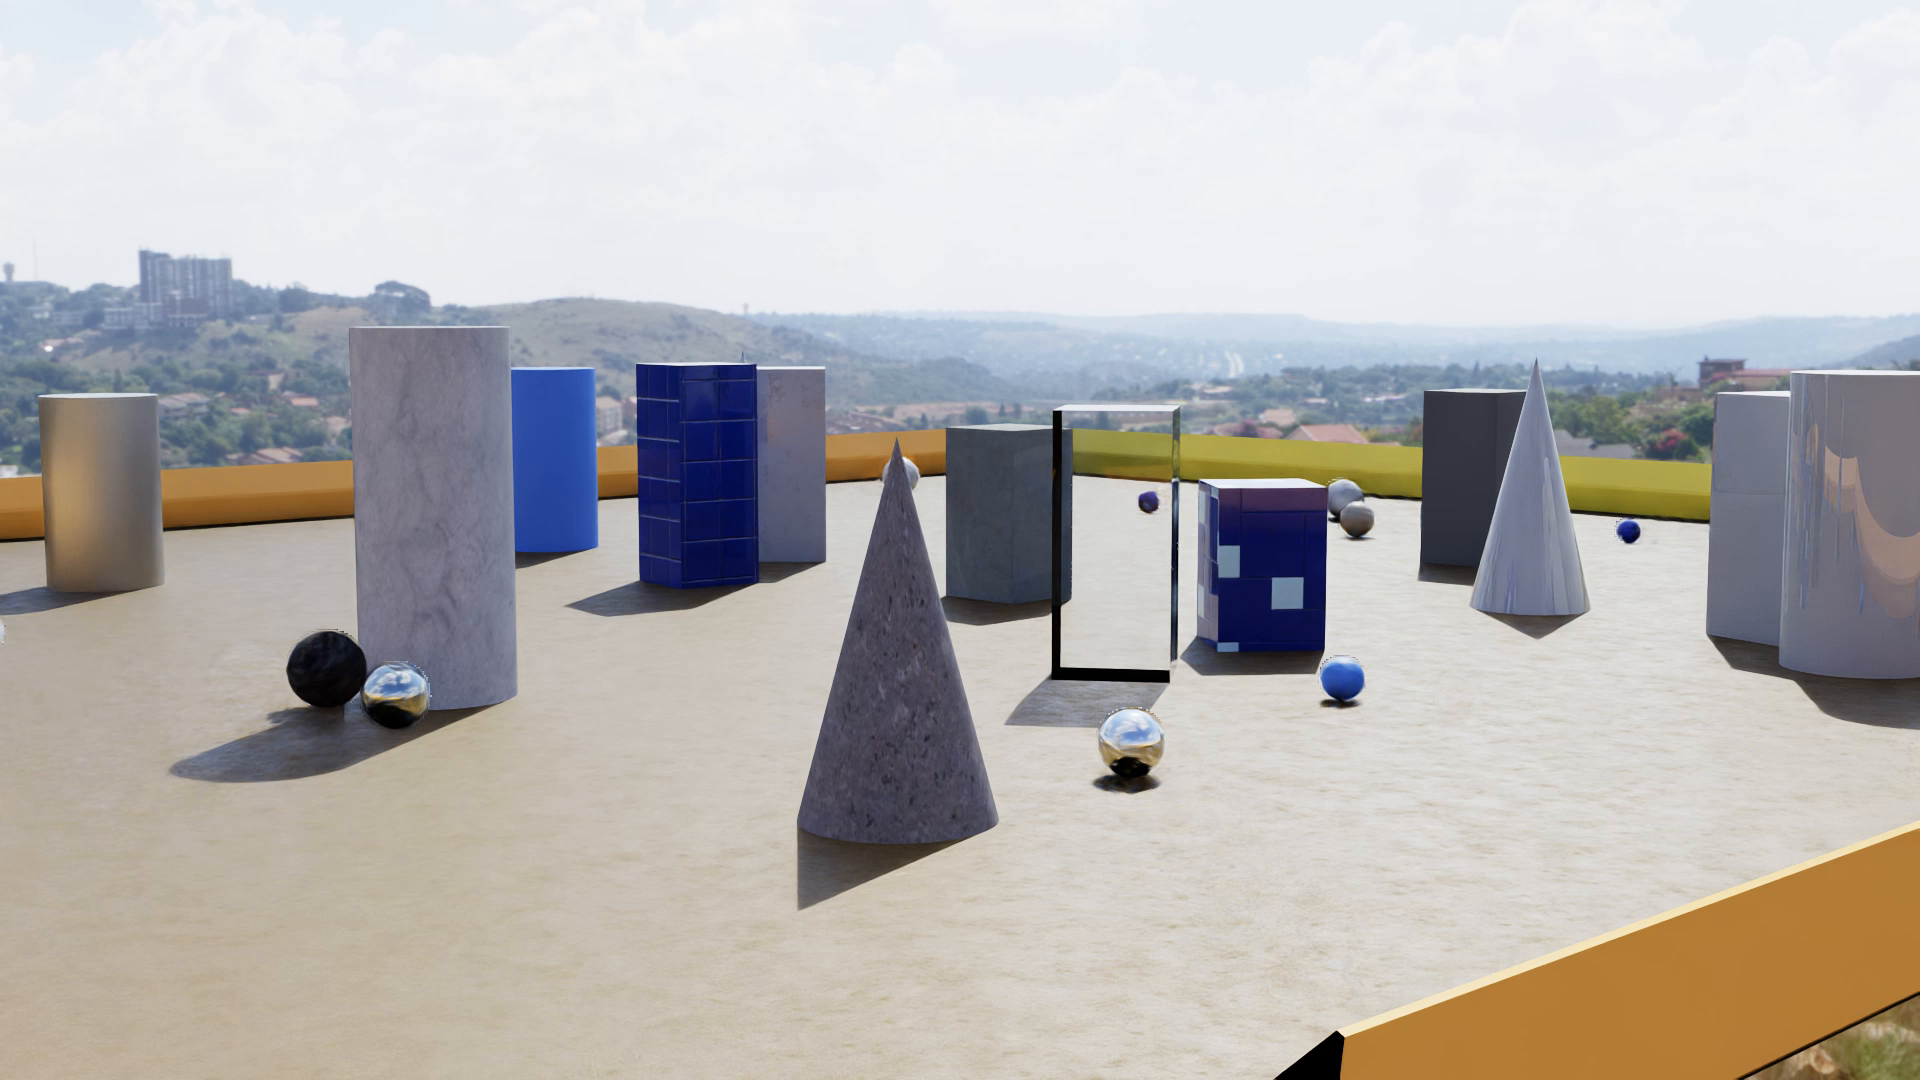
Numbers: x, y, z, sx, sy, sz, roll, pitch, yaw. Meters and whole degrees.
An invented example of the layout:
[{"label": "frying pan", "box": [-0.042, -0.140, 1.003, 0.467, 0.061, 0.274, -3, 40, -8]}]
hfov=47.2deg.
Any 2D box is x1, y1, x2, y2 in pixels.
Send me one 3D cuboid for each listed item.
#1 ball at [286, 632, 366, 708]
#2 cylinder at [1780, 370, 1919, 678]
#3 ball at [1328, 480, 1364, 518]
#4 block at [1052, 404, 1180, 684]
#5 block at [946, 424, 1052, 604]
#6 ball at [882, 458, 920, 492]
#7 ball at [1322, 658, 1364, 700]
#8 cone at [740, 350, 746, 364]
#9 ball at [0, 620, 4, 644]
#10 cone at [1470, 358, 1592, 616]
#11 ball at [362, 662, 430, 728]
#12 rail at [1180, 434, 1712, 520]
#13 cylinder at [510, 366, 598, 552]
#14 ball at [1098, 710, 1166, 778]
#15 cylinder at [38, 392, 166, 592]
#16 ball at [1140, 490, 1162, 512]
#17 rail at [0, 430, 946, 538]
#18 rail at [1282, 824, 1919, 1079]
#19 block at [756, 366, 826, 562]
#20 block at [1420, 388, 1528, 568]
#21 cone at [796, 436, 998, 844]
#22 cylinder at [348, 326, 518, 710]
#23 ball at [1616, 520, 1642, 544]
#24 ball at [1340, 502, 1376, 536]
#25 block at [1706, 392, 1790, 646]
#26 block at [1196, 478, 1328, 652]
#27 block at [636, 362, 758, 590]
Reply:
[{"label": "ball", "box": [-0.697, 0.143, 2.421, 0.084, 0.084, 0.084, 0, 6, 0]}, {"label": "cylinder", "box": [1.099, -0.024, 2.682, 0.175, 0.361, 0.175, 0, 6, 0]}, {"label": "ball", "box": [0.795, -0.084, 4.555, 0.081, 0.081, 0.081, 0, 6, 0]}, {"label": "block", "box": [0.189, 0.001, 2.648, 0.140, 0.320, 0.140, 1, 6, 9]}, {"label": "block", "box": [0.077, -0.043, 3.350, 0.140, 0.257, 0.140, 6, 9, 44]}, {"label": "ball", "box": [-0.137, -0.147, 5.104, 0.088, 0.088, 0.088, 0, 6, 0]}, {"label": "ball", "box": [0.430, 0.156, 2.472, 0.048, 0.048, 0.048, 0, 6, 0]}, {"label": "cone", "box": [-0.425, -0.196, 4.318, 0.175, 0.354, 0.175, 0, 6, 0]}, {"label": "ball", "box": [-1.233, 0.115, 2.748, 0.070, 0.070, 0.070, 0, 6, 0]}, {"label": "cone", "box": [0.838, -0.085, 3.214, 0.175, 0.368, 0.175, 0, 6, 0]}, {"label": "ball", "box": [-0.592, 0.164, 2.307, 0.069, 0.069, 0.069, 0, 6, 0]}, {"label": "rail", "box": [1.413, -0.110, 4.629, 0.045, 0.114, 3.677, -6, 8, -42]}, {"label": "cylinder", "box": [-0.751, -0.150, 4.012, 0.175, 0.326, 0.175, 0, 6, 0]}, {"label": "ball", "box": [0.161, 0.191, 2.071, 0.064, 0.064, 0.064, 0, 6, 0]}, {"label": "cylinder", "box": [-1.353, -0.078, 3.469, 0.175, 0.300, 0.175, 0, 6, 0]}, {"label": "ball", "box": [0.408, -0.085, 4.719, 0.047, 0.047, 0.047, 0, 6, 0]}, {"label": "rail", "box": [-1.231, -0.113, 4.659, 3.892, 0.114, 0.045, -6, 8, -42]}, {"label": "rail", "box": [1.231, 0.173, 2.007, 3.892, 0.114, 0.045, -6, 8, -42]}, {"label": "block", "box": [-0.305, -0.135, 3.846, 0.140, 0.332, 0.140, 0, 6, -3]}, {"label": "block", "box": [0.893, -0.109, 3.782, 0.140, 0.295, 0.140, 6, 8, 42]}, {"label": "cone", "box": [-0.054, 0.077, 1.886, 0.175, 0.332, 0.175, 0, 6, 0]}, {"label": "cylinder", "box": [-0.592, -0.030, 2.479, 0.175, 0.418, 0.175, 0, 6, 0]}, {"label": "ball", "box": [1.243, -0.016, 4.087, 0.044, 0.044, 0.044, 0, 6, 0]}, {"label": "ball", "box": [0.759, -0.040, 4.202, 0.067, 0.067, 0.067, 0, 6, 0]}, {"label": "block", "box": [1.102, -0.032, 2.925, 0.140, 0.325, 0.140, -3, 7, -28]}, {"label": "block", "box": [0.394, 0.030, 2.883, 0.140, 0.210, 0.140, -1, 6, -5]}, {"label": "block", "box": [-0.419, -0.107, 3.513, 0.140, 0.348, 0.140, -4, 8, -36]}]
